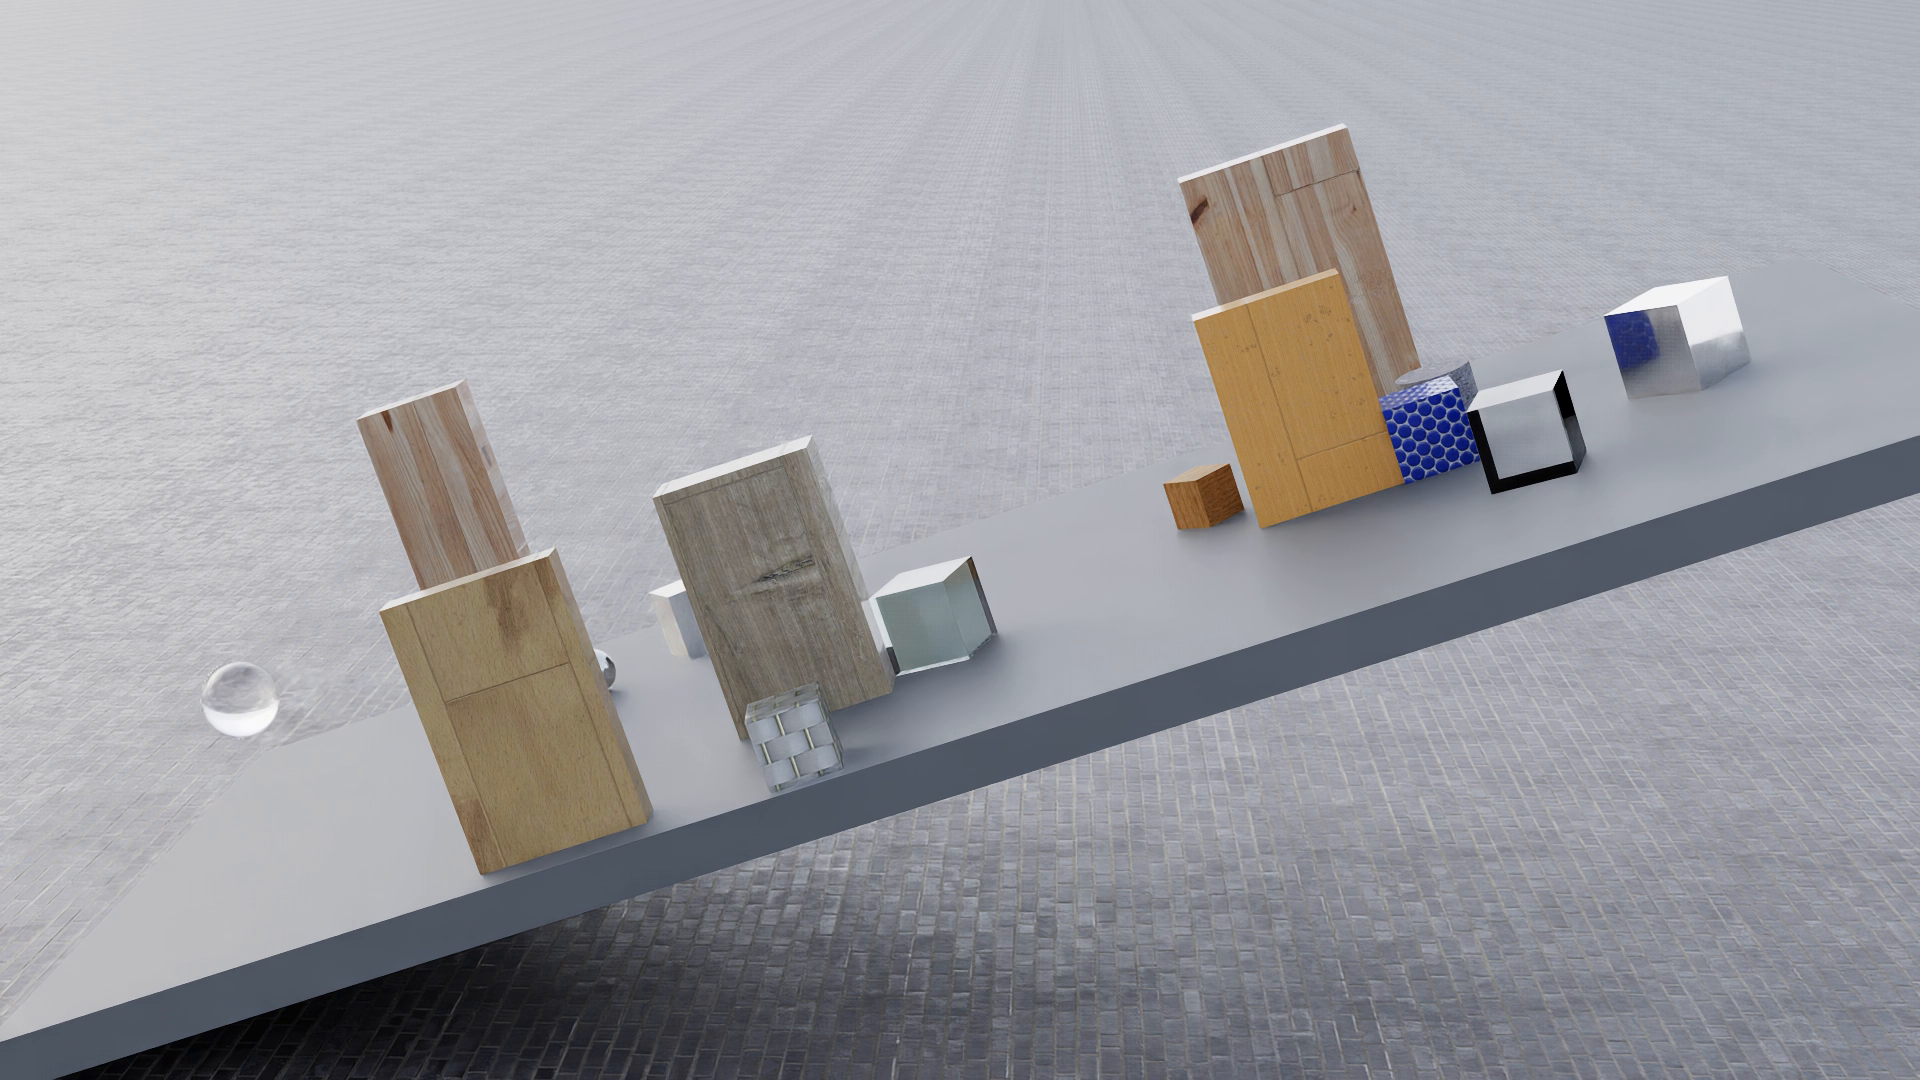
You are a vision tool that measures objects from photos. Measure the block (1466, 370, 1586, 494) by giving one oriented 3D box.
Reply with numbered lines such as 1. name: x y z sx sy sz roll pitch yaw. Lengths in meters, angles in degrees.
1. block: 1.119 -0.214 5.802 0.172 0.172 0.172 -15 12 22

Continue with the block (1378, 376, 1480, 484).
1. block: 0.978 -0.232 6.162 0.162 0.162 0.162 -18 11 6

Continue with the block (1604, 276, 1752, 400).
1. block: 1.500 -0.421 6.145 0.187 0.187 0.187 -27 13 -37

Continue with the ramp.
1. ramp: 0.106 0.181 6.306 4.000 0.100 2.000 -18 11 6

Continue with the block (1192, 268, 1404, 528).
1. block: 0.705 -0.295 6.145 0.313 0.461 0.094 -18 11 6

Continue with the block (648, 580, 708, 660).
1. block: -0.608 0.173 6.882 0.158 0.158 0.158 -23 11 -19

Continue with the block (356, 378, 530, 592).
1. block: -1.117 0.044 6.727 0.240 0.780 0.120 -18 11 6

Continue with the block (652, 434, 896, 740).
1. block: -0.367 0.095 5.880 0.321 0.520 0.148 -18 11 6

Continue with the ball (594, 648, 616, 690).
1. ball: -0.845 0.304 6.760 0.109 0.109 0.109 0 12 0

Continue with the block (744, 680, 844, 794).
1. block: -0.306 0.364 5.447 0.142 0.142 0.142 -19 11 1

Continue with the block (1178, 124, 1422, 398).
1. block: 0.810 -0.596 6.932 0.407 0.662 0.125 -18 11 6

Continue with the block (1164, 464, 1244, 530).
1. block: 0.530 -0.095 6.396 0.107 0.107 0.107 -27 13 -35

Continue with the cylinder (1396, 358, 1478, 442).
1. cylinder: 1.039 -0.288 6.333 0.163 0.163 0.163 -18 11 4

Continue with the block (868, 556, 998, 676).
1. block: -0.053 0.154 5.987 0.169 0.169 0.169 -14 12 24

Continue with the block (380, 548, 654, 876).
1. block: -0.826 0.321 5.494 0.335 0.536 0.080 -18 11 6

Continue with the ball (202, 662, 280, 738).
1. ball: -1.943 0.431 7.944 0.205 0.205 0.205 0 12 0
